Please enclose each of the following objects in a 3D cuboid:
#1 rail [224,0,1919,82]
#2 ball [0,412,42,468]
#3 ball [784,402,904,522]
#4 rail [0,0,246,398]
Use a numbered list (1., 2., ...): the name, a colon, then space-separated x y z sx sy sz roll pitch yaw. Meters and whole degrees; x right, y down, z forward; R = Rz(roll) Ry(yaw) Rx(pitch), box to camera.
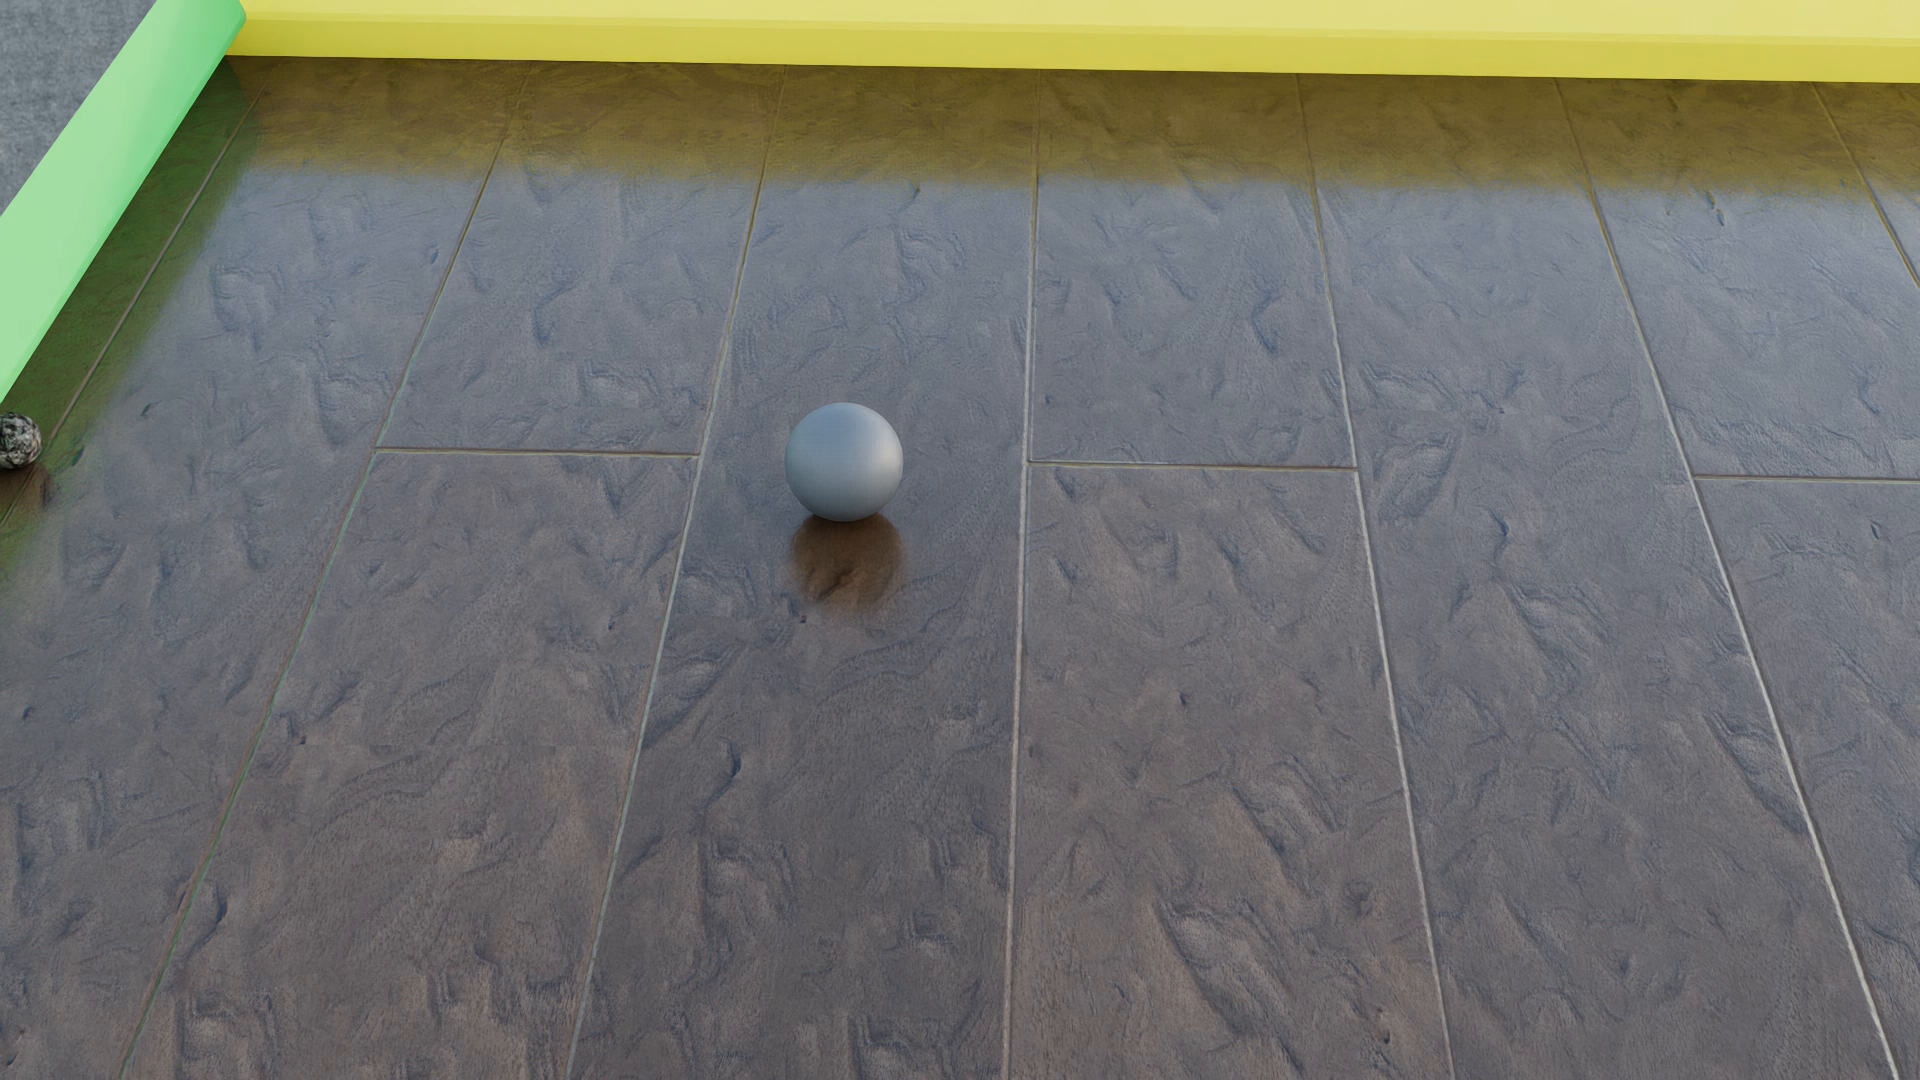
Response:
1. rail: 0.796 -0.485 2.442 3.060 0.122 0.045 1 35 2
2. ball: -0.715 -0.075 1.935 0.043 0.043 0.043 0 35 0
3. ball: -0.085 -0.057 1.870 0.087 0.087 0.087 0 35 0
4. rail: -0.741 -0.040 1.816 0.045 0.122 1.701 1 35 2
